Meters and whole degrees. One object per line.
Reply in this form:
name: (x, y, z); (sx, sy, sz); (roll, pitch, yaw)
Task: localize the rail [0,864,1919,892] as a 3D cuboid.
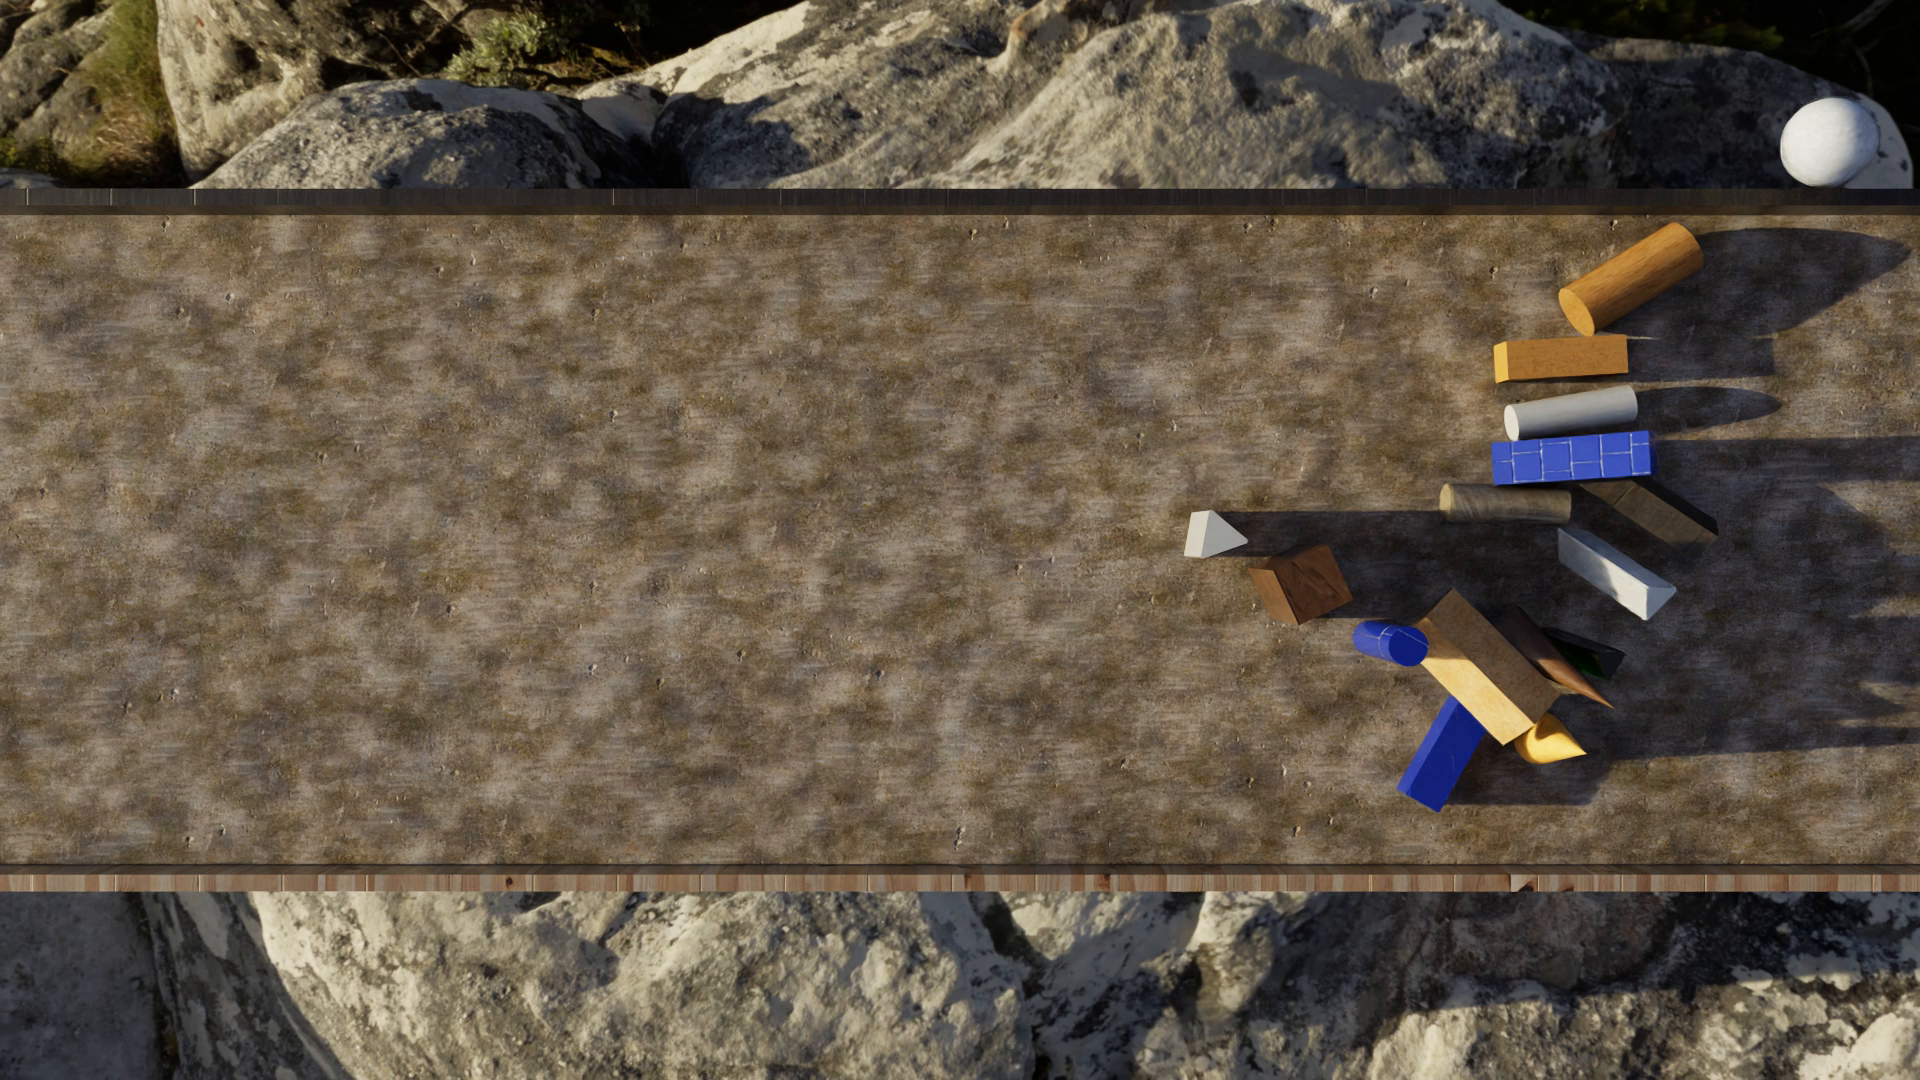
rail: (-2.247, 1.025, 5.001); (12.000, 0.150, 0.050); (0, 90, 0)

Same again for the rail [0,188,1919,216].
rail: (-2.247, -1.025, 5.002); (12.000, 0.150, 0.050); (0, 90, 0)

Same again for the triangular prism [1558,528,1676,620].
triangular prism: (1.951, 0.079, 4.904); (0.107, 0.371, 0.124); (-23, 125, -13)

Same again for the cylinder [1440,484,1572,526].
cylinder: (1.657, -0.108, 5.018); (0.362, 0.117, 0.117); (2, 90, 0)

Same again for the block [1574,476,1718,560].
block: (2.081, -0.117, 5.005); (0.433, 0.103, 0.103); (33, 124, 0)

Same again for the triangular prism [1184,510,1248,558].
triangular prism: (0.737, -0.029, 4.898); (0.140, 0.356, 0.121); (-20, 90, 0)

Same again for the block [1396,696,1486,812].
block: (1.473, 0.649, 5.019); (0.114, 0.114, 0.332); (30, 90, 0)

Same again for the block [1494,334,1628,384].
block: (1.827, -0.550, 5.019); (0.362, 0.115, 0.115); (-3, 90, 0)

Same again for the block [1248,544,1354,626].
block: (0.999, 0.128, 4.870); (0.172, 0.412, 0.172); (-25, 90, 0)

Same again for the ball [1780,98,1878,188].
ball: (2.569, -1.174, 4.879); (0.261, 0.261, 0.261); (0, 90, 0)

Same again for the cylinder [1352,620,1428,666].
cylinder: (1.263, 0.300, 4.861); (0.112, 0.430, 0.112); (0, 90, 0)

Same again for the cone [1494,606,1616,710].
cone: (1.774, 0.381, 4.887); (0.166, 0.166, 0.412); (-48, 54, 0)

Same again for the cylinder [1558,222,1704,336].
cylinder: (2.029, -0.788, 4.993); (0.383, 0.169, 0.169); (-31, 90, 0)

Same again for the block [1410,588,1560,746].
block: (1.550, 0.377, 4.933); (0.437, 0.161, 0.161); (46, 57, 9)

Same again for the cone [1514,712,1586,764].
cone: (1.785, 0.609, 4.888); (0.163, 0.378, 0.163); (0, 90, 0)

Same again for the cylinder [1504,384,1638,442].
cylinder: (1.858, -0.385, 5.019); (0.364, 0.115, 0.115); (-10, 90, 0)

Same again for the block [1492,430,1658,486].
block: (1.826, -0.242, 4.908); (0.442, 0.127, 0.127); (-3, 90, 31)

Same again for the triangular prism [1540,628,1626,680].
triangular prism: (1.839, 0.319, 4.908); (0.083, 0.340, 0.096); (-30, 106, -9)
